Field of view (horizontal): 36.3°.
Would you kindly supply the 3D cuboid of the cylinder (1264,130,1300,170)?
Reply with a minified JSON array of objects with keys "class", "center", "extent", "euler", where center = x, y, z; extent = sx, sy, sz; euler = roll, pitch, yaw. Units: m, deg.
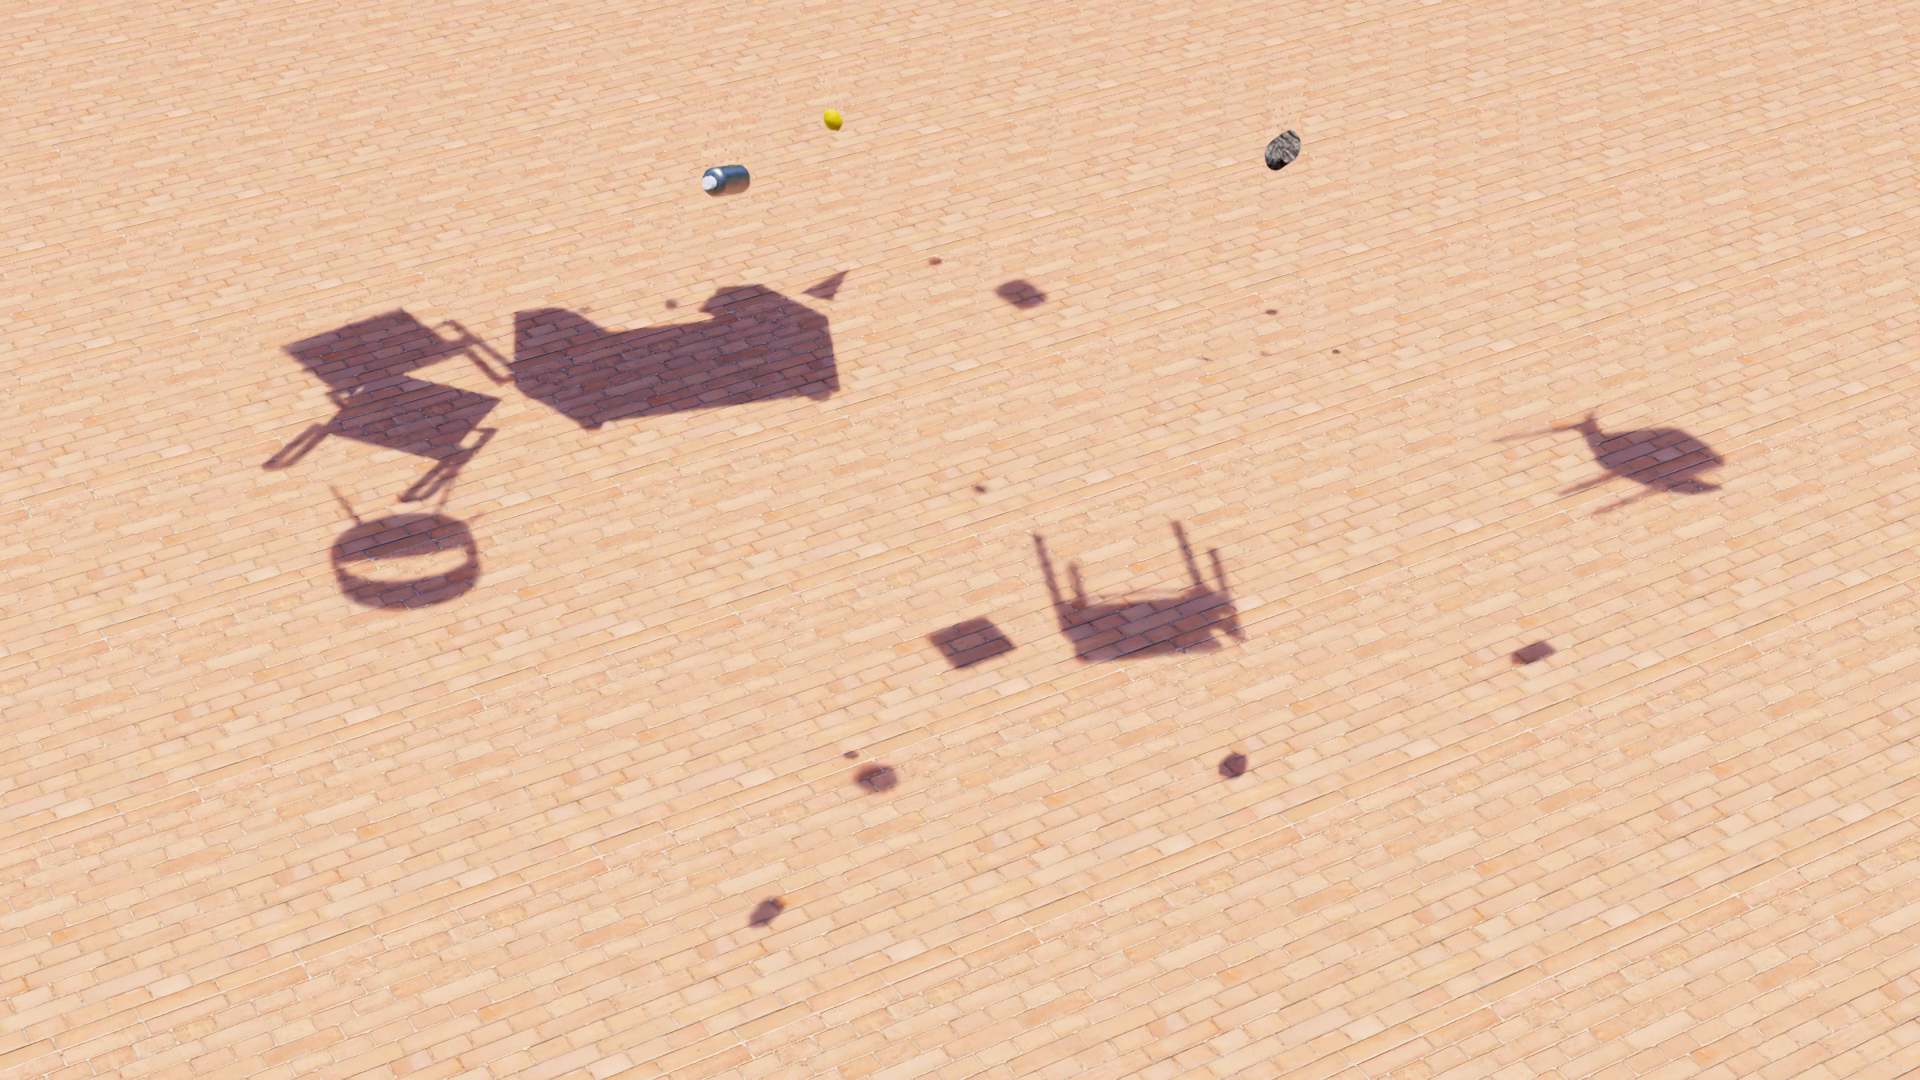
[{"class":"cylinder","center":[0.918,-1.108,8.334],"extent":[0.052,0.076,0.139],"euler":[-31,19,44]}]
